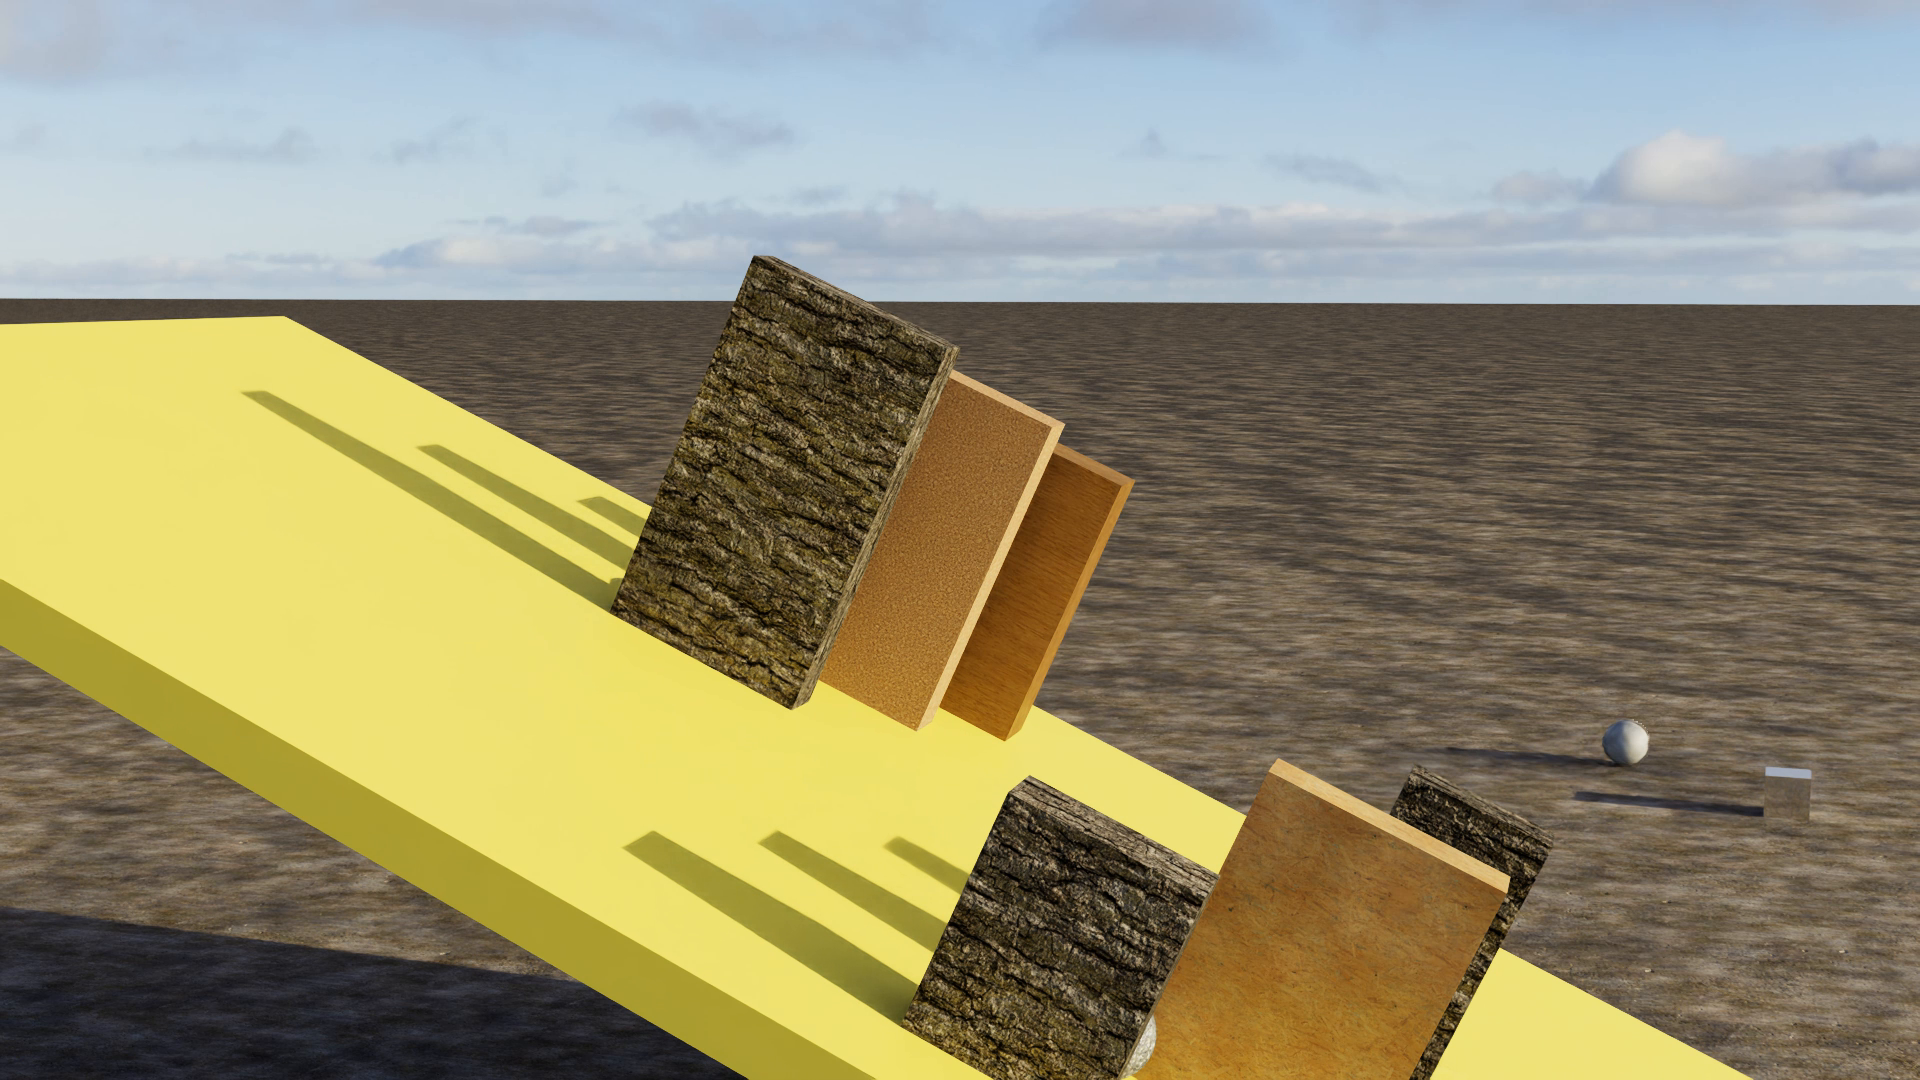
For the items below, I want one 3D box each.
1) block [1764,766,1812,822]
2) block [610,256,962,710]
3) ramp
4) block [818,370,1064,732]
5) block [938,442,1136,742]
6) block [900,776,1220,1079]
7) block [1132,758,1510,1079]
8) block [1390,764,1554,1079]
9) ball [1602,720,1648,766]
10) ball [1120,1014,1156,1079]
[{"bbox_3d":[2.840,0.870,7.549,0.146,0.146,0.146,3,7,21],"label":"block"},{"bbox_3d":[-0.355,-0.113,4.381,0.434,0.791,0.097,27,14,13],"label":"block"},{"bbox_3d":[-0.276,0.474,4.177,4.000,0.100,2.000,27,14,13],"label":"ramp"},{"bbox_3d":[-0.126,-0.015,4.587,0.432,0.701,0.105,27,14,13],"label":"block"},{"bbox_3d":[0.080,0.075,4.779,0.360,0.616,0.132,27,14,13],"label":"block"},{"bbox_3d":[0.147,0.611,3.264,0.321,0.406,0.119,27,14,13],"label":"block"},{"bbox_3d":[0.546,0.674,3.402,0.391,0.544,0.094,27,14,13],"label":"block"},{"bbox_3d":[0.728,0.683,3.607,0.246,0.578,0.090,27,14,13],"label":"block"},{"bbox_3d":[2.516,0.768,8.313,0.168,0.168,0.168,0,7,0],"label":"ball"},{"bbox_3d":[0.231,0.760,3.395,0.146,0.146,0.146,0,7,0],"label":"ball"}]
